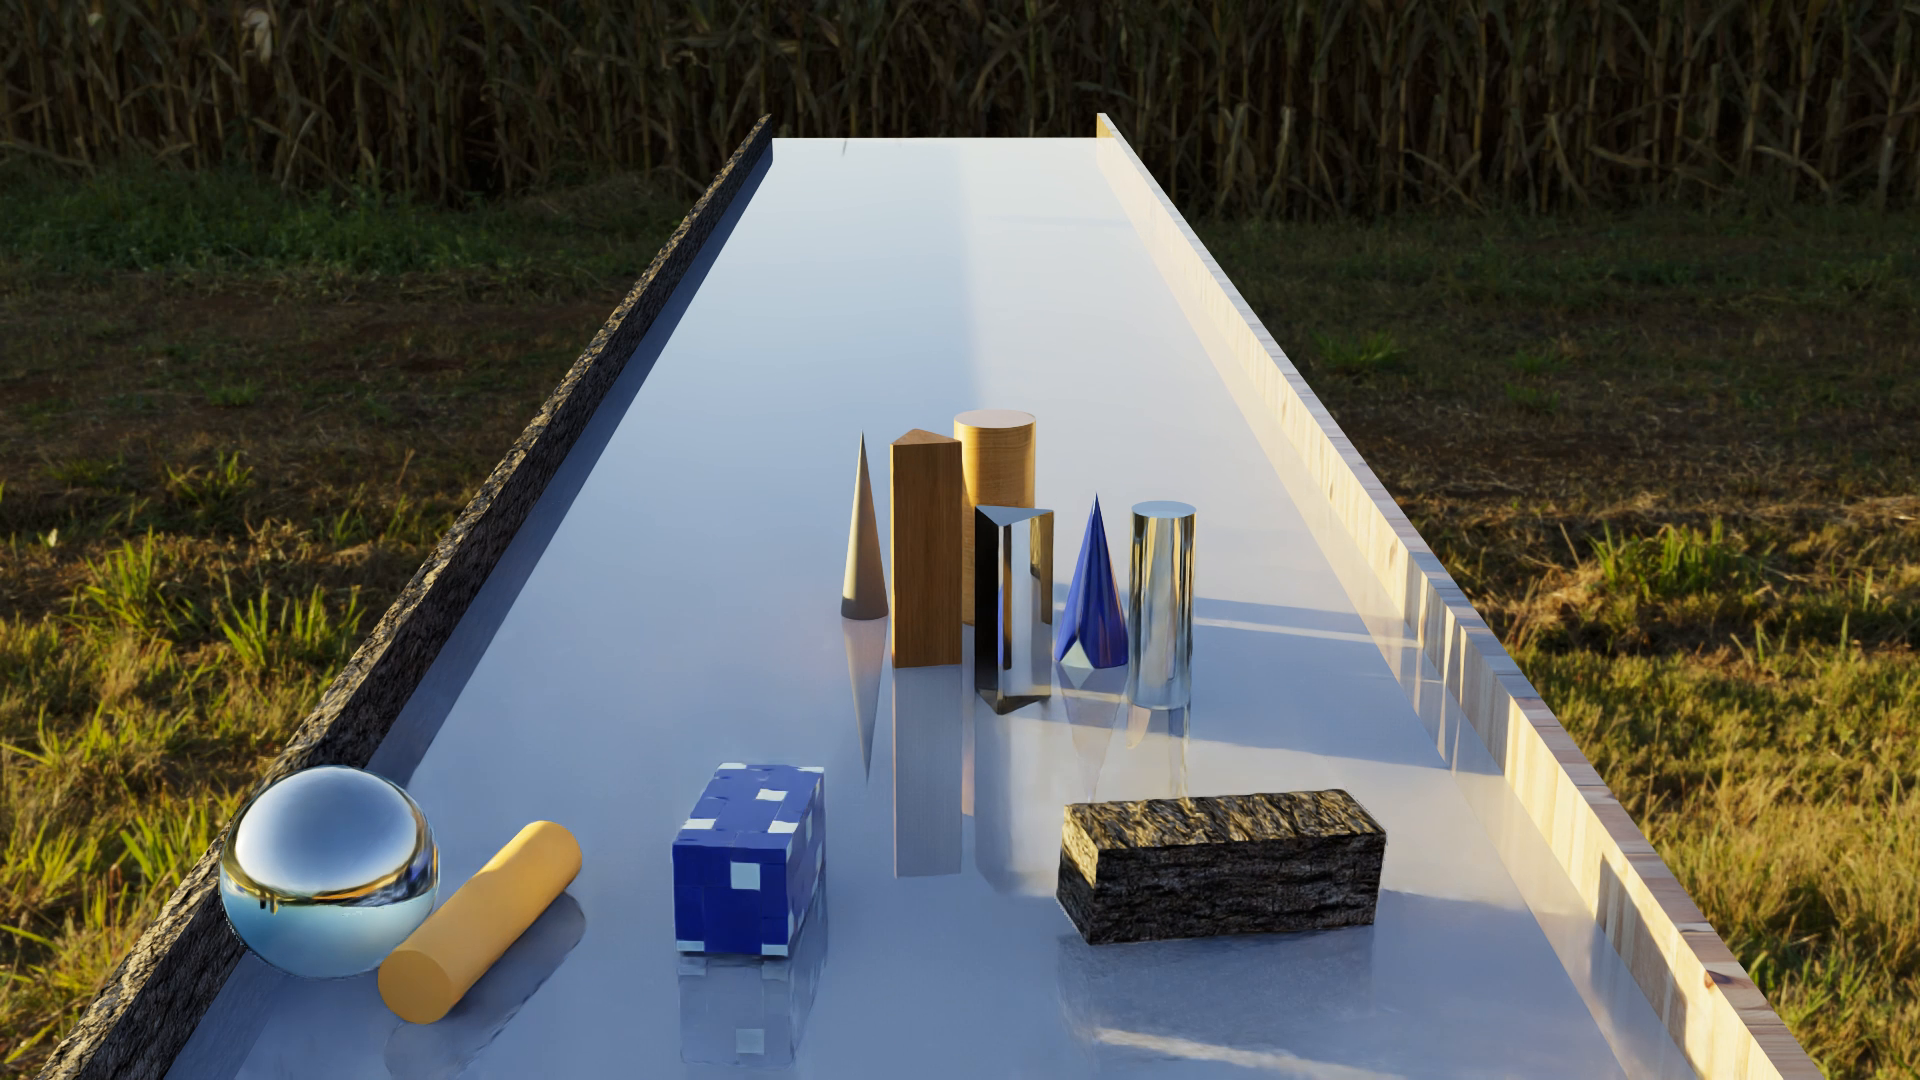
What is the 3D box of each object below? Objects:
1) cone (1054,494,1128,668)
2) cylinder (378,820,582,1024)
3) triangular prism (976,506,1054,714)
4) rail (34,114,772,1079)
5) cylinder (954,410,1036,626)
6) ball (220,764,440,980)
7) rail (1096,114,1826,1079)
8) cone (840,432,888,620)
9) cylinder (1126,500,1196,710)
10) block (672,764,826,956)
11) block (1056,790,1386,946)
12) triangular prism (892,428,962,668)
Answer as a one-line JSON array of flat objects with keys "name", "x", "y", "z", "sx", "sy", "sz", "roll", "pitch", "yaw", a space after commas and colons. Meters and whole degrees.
[{"name": "cone", "x": 0.269, "y": 0.067, "z": 4.396, "sx": 0.163, "sy": 0.345, "sz": 0.163, "roll": 0, "pitch": 17, "yaw": 0}, {"name": "cylinder", "x": -0.689, "y": 0.547, "z": 3.194, "sx": 0.111, "sy": 0.111, "sz": 0.441, "roll": 4, "pitch": 17, "yaw": 13}, {"name": "triangular prism", "x": 0.078, "y": 0.124, "z": 4.163, "sx": 0.128, "sy": 0.369, "sz": 0.148, "roll": 15, "pitch": 22, "yaw": 41}, {"name": "rail", "x": -1.118, "y": -0.838, "z": 7.780, "sx": 0.050, "sy": 0.150, "sz": 12.000, "roll": 0, "pitch": 17, "yaw": -1}, {"name": "cylinder", "x": 0.073, "y": -0.045, "z": 4.622, "sx": 0.170, "sy": 0.432, "sz": 0.170, "roll": 0, "pitch": 17, "yaw": 0}, {"name": "ball", "x": -0.891, "y": 0.470, "z": 3.118, "sx": 0.302, "sy": 0.302, "sz": 0.302, "roll": 0, "pitch": 17, "yaw": 0}, {"name": "rail", "x": 0.932, "y": -0.844, "z": 7.801, "sx": 0.050, "sy": 0.150, "sz": 12.000, "roll": 0, "pitch": 17, "yaw": -1}, {"name": "cone", "x": -0.204, "y": -0.041, "z": 4.647, "sx": 0.104, "sy": 0.409, "sz": 0.104, "roll": 0, "pitch": 17, "yaw": 0}, {"name": "cylinder", "x": 0.380, "y": 0.123, "z": 4.153, "sx": 0.122, "sy": 0.376, "sz": 0.122, "roll": 0, "pitch": 17, "yaw": 0}, {"name": "block", "x": -0.312, "y": 0.476, "z": 3.319, "sx": 0.165, "sy": 0.165, "sz": 0.333, "roll": 2, "pitch": 15, "yaw": 6}, {"name": "block", "x": 0.387, "y": 0.483, "z": 3.275, "sx": 0.451, "sy": 0.152, "sz": 0.152, "roll": -1, "pitch": 19, "yaw": -16}, {"name": "triangular prism", "x": -0.077, "y": 0.015, "z": 4.376, "sx": 0.140, "sy": 0.457, "sz": 0.121, "roll": -3, "pitch": 17, "yaw": -11}]
